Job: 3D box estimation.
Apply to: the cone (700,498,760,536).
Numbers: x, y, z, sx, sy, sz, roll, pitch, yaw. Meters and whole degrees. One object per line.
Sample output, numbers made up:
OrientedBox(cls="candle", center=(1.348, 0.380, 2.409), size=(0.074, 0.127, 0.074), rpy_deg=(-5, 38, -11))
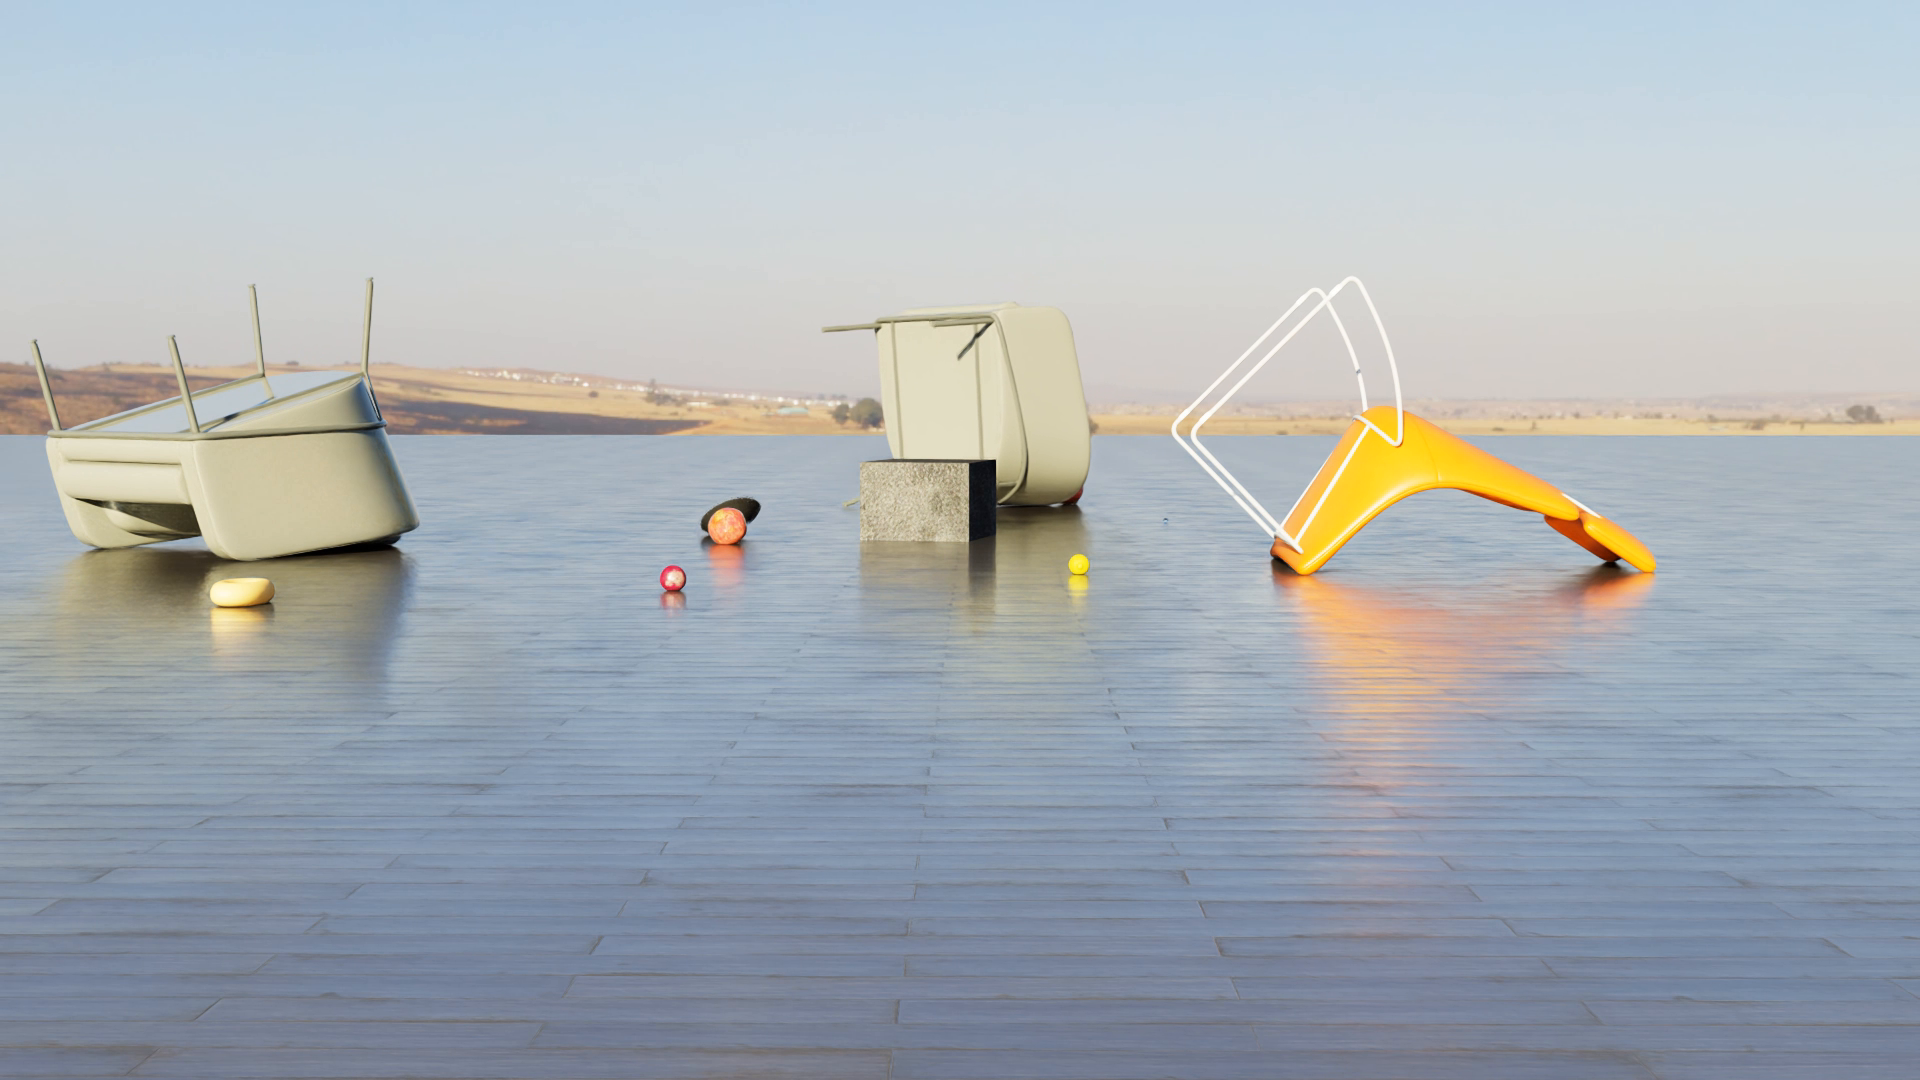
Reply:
OrientedBox(cls="cone", center=(-0.692, -0.043, 6.742), size=(0.194, 0.074, 0.190), rpy_deg=(-24, -26, 1))

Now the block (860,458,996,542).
OrientedBox(cls="block", center=(-0.093, -0.125, 6.672), size=(0.334, 0.231, 0.353), rpy_deg=(1, 4, 14))

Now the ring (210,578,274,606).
OrientedBox(cls="ring", center=(-1.500, 0.109, 4.601), size=(0.112, 0.049, 0.196), rpy_deg=(2, 3, 6))
